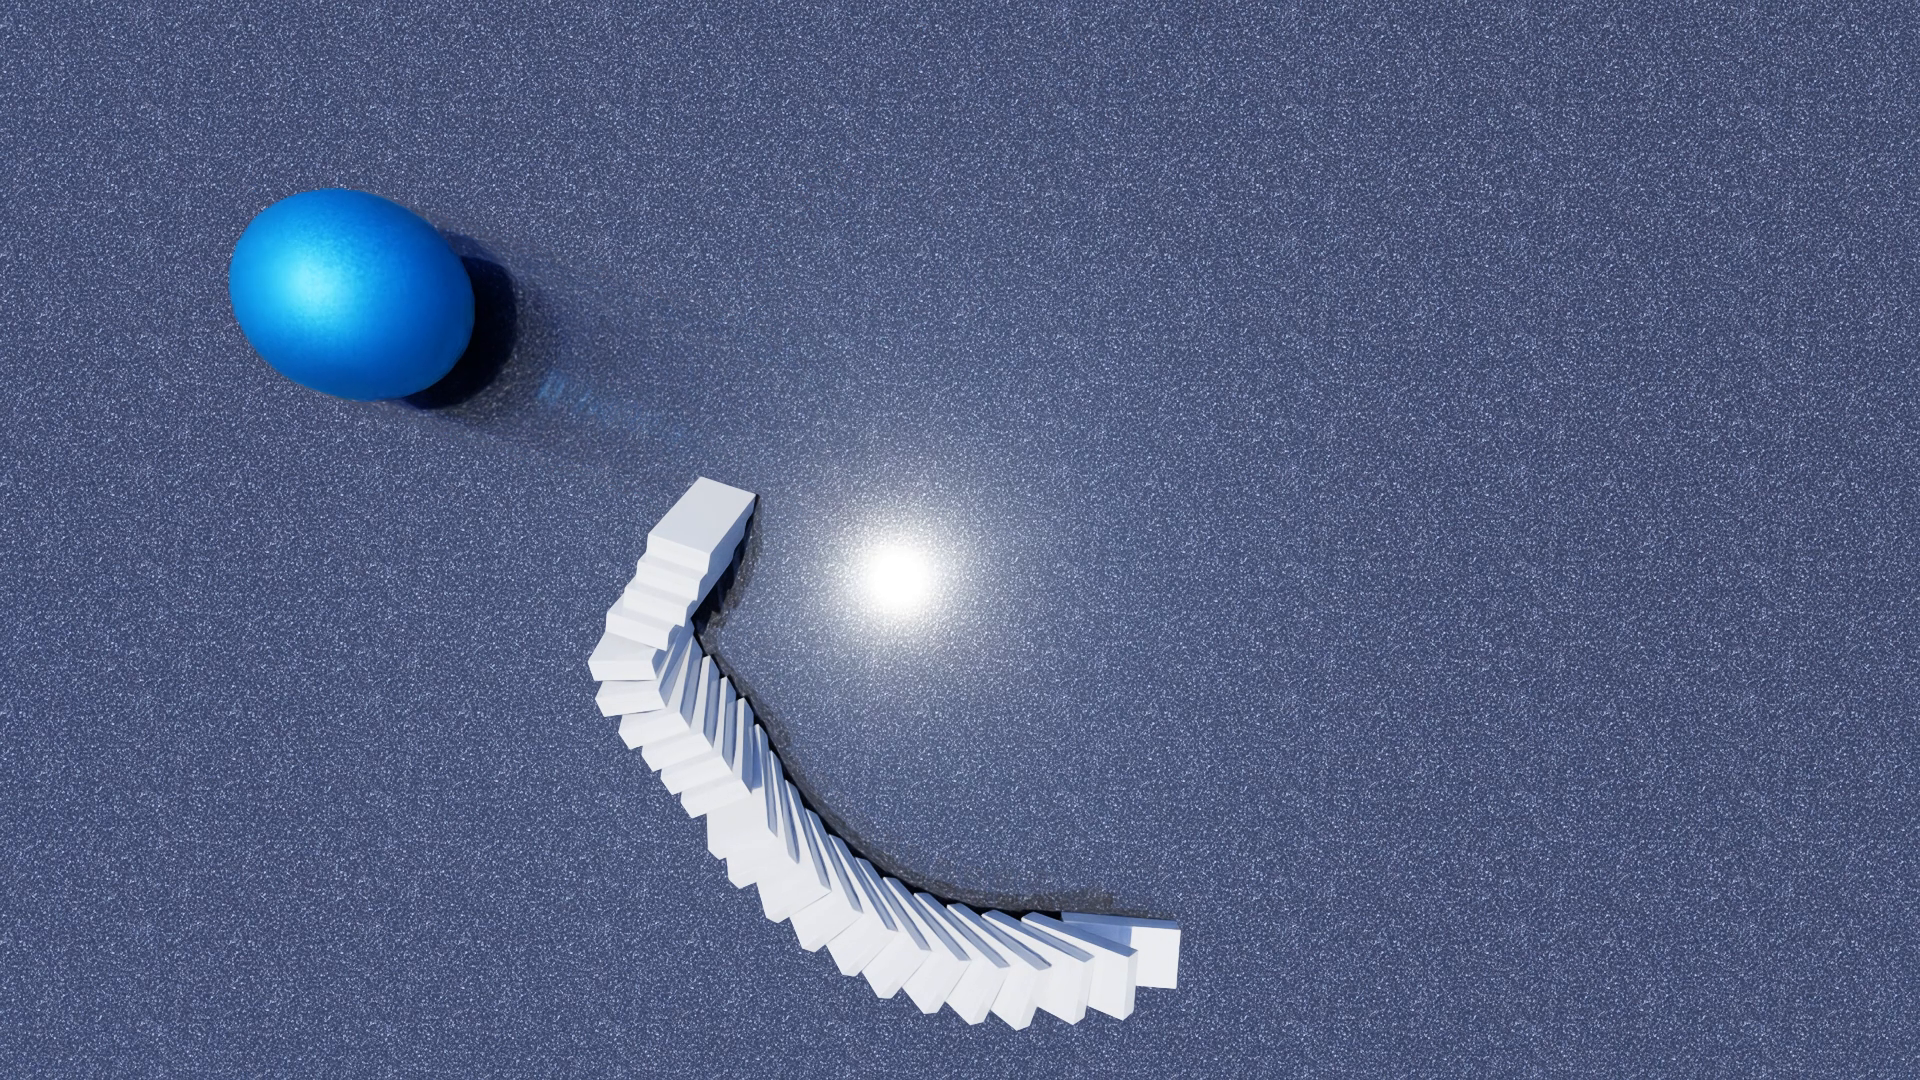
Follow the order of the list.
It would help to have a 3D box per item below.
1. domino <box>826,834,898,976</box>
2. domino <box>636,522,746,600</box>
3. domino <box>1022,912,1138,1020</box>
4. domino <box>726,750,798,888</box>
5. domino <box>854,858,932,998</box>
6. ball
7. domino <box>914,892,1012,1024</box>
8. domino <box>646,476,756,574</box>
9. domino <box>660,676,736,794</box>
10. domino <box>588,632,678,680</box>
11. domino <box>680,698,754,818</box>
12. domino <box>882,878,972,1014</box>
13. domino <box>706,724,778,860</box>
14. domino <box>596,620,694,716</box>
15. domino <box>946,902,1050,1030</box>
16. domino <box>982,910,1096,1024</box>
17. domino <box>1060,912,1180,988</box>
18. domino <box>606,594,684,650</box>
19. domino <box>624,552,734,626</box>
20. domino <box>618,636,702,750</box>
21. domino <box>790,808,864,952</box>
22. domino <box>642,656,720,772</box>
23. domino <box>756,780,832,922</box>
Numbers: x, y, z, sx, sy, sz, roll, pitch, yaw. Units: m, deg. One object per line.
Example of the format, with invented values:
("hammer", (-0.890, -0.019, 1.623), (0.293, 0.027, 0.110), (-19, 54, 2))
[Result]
("domino", (-0.049, 0.151, 0.381), (0.025, 0.009, 0.050), (-45, 51, 0))
("domino", (-0.109, 0.003, 0.376), (0.025, 0.050, 0.010), (18, 122, 0))
("domino", (0.048, 0.176, 0.381), (0.050, 0.009, 0.025), (5, 90, 36))
("domino", (-0.084, 0.115, 0.379), (0.025, 0.010, 0.050), (-22, 45, -1))
("domino", (-0.036, 0.160, 0.381), (0.025, 0.010, 0.050), (-49, 51, 0))
("ball", (-0.236, -0.095, 0.360), (0.080, 0.080, 0.080), (0, 90, 0))
("domino", (-0.005, 0.173, 0.381), (0.050, 0.010, 0.025), (27, 90, 39))
("domino", (-0.105, -0.007, 0.376), (0.025, 0.050, 0.009), (18, 122, 0))
("domino", (-0.106, 0.079, 0.376), (0.025, 0.050, 0.010), (-20, 121, 0))
("domino", (-0.130, 0.037, 0.376), (0.025, 0.050, 0.010), (-1, 123, 4))
("domino", (-0.099, 0.088, 0.376), (0.025, 0.050, 0.010), (-21, 121, 0))
("domino", (-0.021, 0.167, 0.380), (0.050, 0.009, 0.025), (34, 90, 40))
("domino", (-0.091, 0.103, 0.379), (0.025, 0.010, 0.050), (-20, 45, 1))
("domino", (-0.128, 0.050, 0.376), (0.025, 0.050, 0.009), (-8, 122, 4))
("domino", (0.011, 0.176, 0.381), (0.050, 0.010, 0.025), (21, 90, 39))
("domino", (0.030, 0.177, 0.382), (0.050, 0.009, 0.025), (10, 90, 36))
("domino", (0.068, 0.177, 0.395), (0.050, 0.010, 0.025), (5, 90, 0))
("domino", (-0.121, 0.023, 0.376), (0.025, 0.050, 0.010), (18, 122, 0))
("domino", (-0.114, 0.014, 0.376), (0.025, 0.050, 0.009), (18, 122, 0))
("domino", (-0.122, 0.061, 0.376), (0.025, 0.050, 0.009), (-19, 121, 2))
("domino", (-0.062, 0.140, 0.381), (0.025, 0.009, 0.050), (-38, 51, 0))
("domino", (-0.114, 0.070, 0.376), (0.025, 0.050, 0.010), (-20, 121, 0))
("domino", (-0.074, 0.128, 0.380), (0.025, 0.009, 0.050), (-31, 50, 0))
